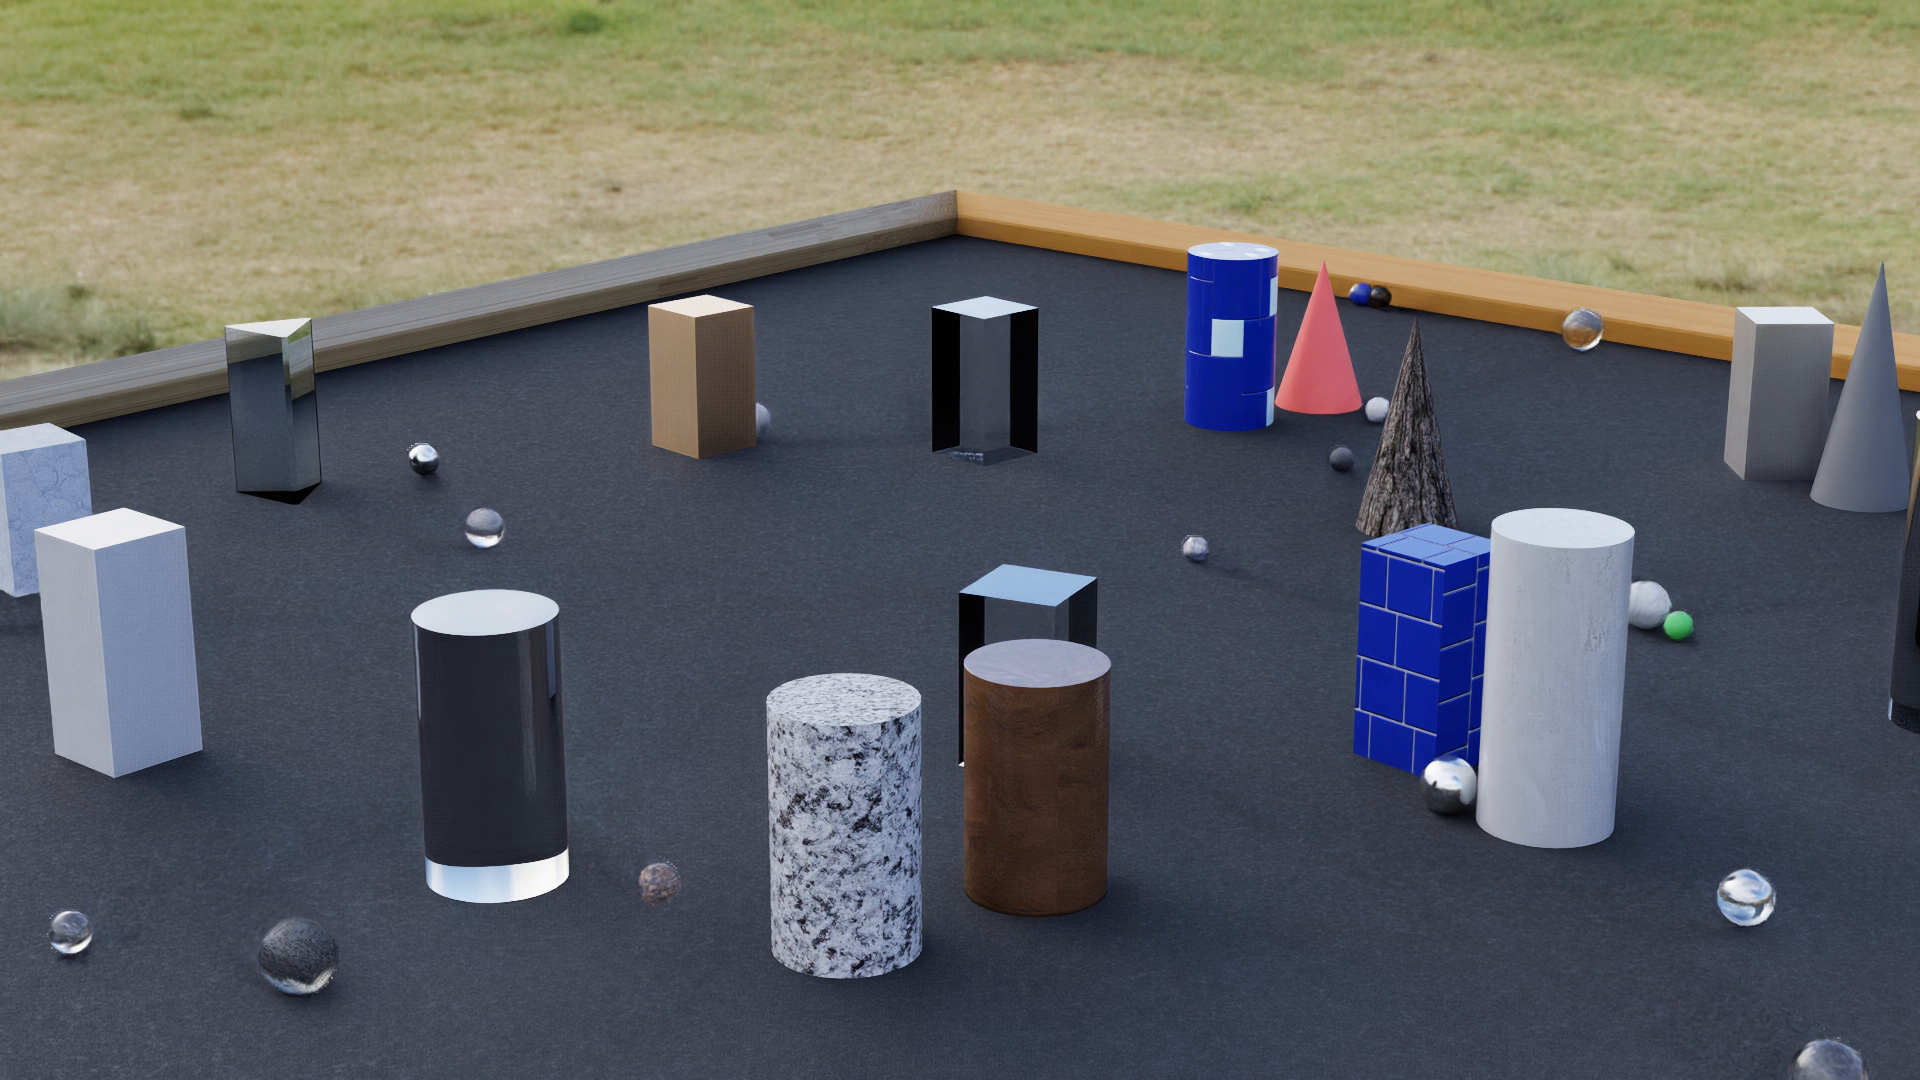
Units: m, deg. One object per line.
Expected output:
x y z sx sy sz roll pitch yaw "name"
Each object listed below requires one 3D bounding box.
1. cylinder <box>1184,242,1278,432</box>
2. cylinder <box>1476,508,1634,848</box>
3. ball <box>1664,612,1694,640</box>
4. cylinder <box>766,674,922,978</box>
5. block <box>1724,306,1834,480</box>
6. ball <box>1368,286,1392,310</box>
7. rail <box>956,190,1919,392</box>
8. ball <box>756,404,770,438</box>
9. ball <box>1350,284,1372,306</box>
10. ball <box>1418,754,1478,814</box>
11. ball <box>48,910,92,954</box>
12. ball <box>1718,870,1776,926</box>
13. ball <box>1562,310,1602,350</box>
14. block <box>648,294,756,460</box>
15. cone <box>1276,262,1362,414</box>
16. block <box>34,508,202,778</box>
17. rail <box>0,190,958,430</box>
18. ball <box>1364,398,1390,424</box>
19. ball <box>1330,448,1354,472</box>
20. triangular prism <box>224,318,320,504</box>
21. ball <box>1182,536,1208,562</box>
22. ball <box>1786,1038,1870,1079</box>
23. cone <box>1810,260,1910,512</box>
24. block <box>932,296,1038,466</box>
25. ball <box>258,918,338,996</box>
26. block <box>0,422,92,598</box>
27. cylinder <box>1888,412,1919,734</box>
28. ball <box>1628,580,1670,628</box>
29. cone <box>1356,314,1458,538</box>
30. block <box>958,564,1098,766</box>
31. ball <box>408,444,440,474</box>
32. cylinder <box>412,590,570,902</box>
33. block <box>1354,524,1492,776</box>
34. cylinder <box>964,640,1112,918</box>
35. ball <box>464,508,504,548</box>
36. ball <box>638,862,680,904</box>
0.577 -0.434 6.245 0.192 0.368 0.192 0 17 0 "cylinder"
0.823 0.190 4.066 0.192 0.432 0.192 0 17 0 "cylinder"
1.198 0.143 4.884 0.049 0.049 0.049 0 17 0 "ball"
-0.144 0.357 3.683 0.192 0.334 0.192 0 17 0 "cylinder"
1.636 -0.293 5.862 0.153 0.319 0.153 0 17 -1 "block"
1.054 -0.607 7.358 0.056 0.056 0.056 0 17 0 "ball"
1.628 -0.511 6.915 4.380 0.125 0.045 14 22 39 "rail"
-0.435 -0.251 6.145 0.074 0.074 0.074 0 17 0 "ball"
1.010 -0.619 7.392 0.058 0.058 0.058 0 17 0 "ball"
0.691 0.346 4.152 0.083 0.083 0.083 0 17 0 "ball"
-1.125 0.496 3.707 0.054 0.054 0.054 0 17 0 "ball"
1.015 0.462 3.787 0.073 0.073 0.073 0 17 0 "ball"
1.467 -0.495 6.916 0.096 0.096 0.096 0 17 0 "ball"
-0.531 -0.338 6.051 0.153 0.296 0.153 -15 23 -41 "block"
0.787 -0.454 6.390 0.192 0.322 0.192 0 17 0 "cone"
-1.245 0.150 4.343 0.153 0.349 0.153 14 22 39 "block"
-1.636 -0.379 6.480 0.045 0.125 5.012 14 22 39 "rail"
0.893 -0.277 6.264 0.056 0.056 0.056 0 17 0 "ball"
0.768 -0.162 5.891 0.050 0.050 0.050 0 17 0 "ball"
-1.311 -0.258 5.722 0.166 0.332 0.144 11 20 33 "triangular prism"
0.427 0.017 5.307 0.047 0.047 0.047 0 17 0 "ball"
0.972 0.604 3.283 0.091 0.091 0.091 0 17 0 "ball"
1.754 -0.307 5.640 0.192 0.474 0.192 0 17 0 "cone"
0.051 -0.326 5.995 0.153 0.305 0.153 -15 23 -41 "block"
-0.811 0.510 3.590 0.095 0.095 0.095 0 17 0 "ball"
-1.638 -0.055 5.177 0.153 0.258 0.153 -14 22 -38 "block"
1.531 0.049 4.454 0.192 0.479 0.192 0 17 0 "cylinder"
1.156 0.109 4.941 0.082 0.082 0.082 0 17 0 "ball"
0.842 -0.221 5.466 0.192 0.411 0.192 0 17 0 "cone"
0.101 0.194 4.334 0.153 0.269 0.153 8 19 25 "block"
-1.074 -0.161 5.871 0.061 0.061 0.061 0 17 0 "ball"
-0.623 0.272 3.898 0.192 0.371 0.192 0 17 0 "cylinder"
0.697 0.163 4.335 0.153 0.329 0.153 -15 22 -40 "block"
0.101 0.312 3.861 0.192 0.317 0.192 0 17 0 "cylinder"
-0.874 -0.022 5.391 0.073 0.073 0.073 0 17 0 "ball"
-0.396 0.451 3.856 0.053 0.053 0.053 0 17 0 "ball"
